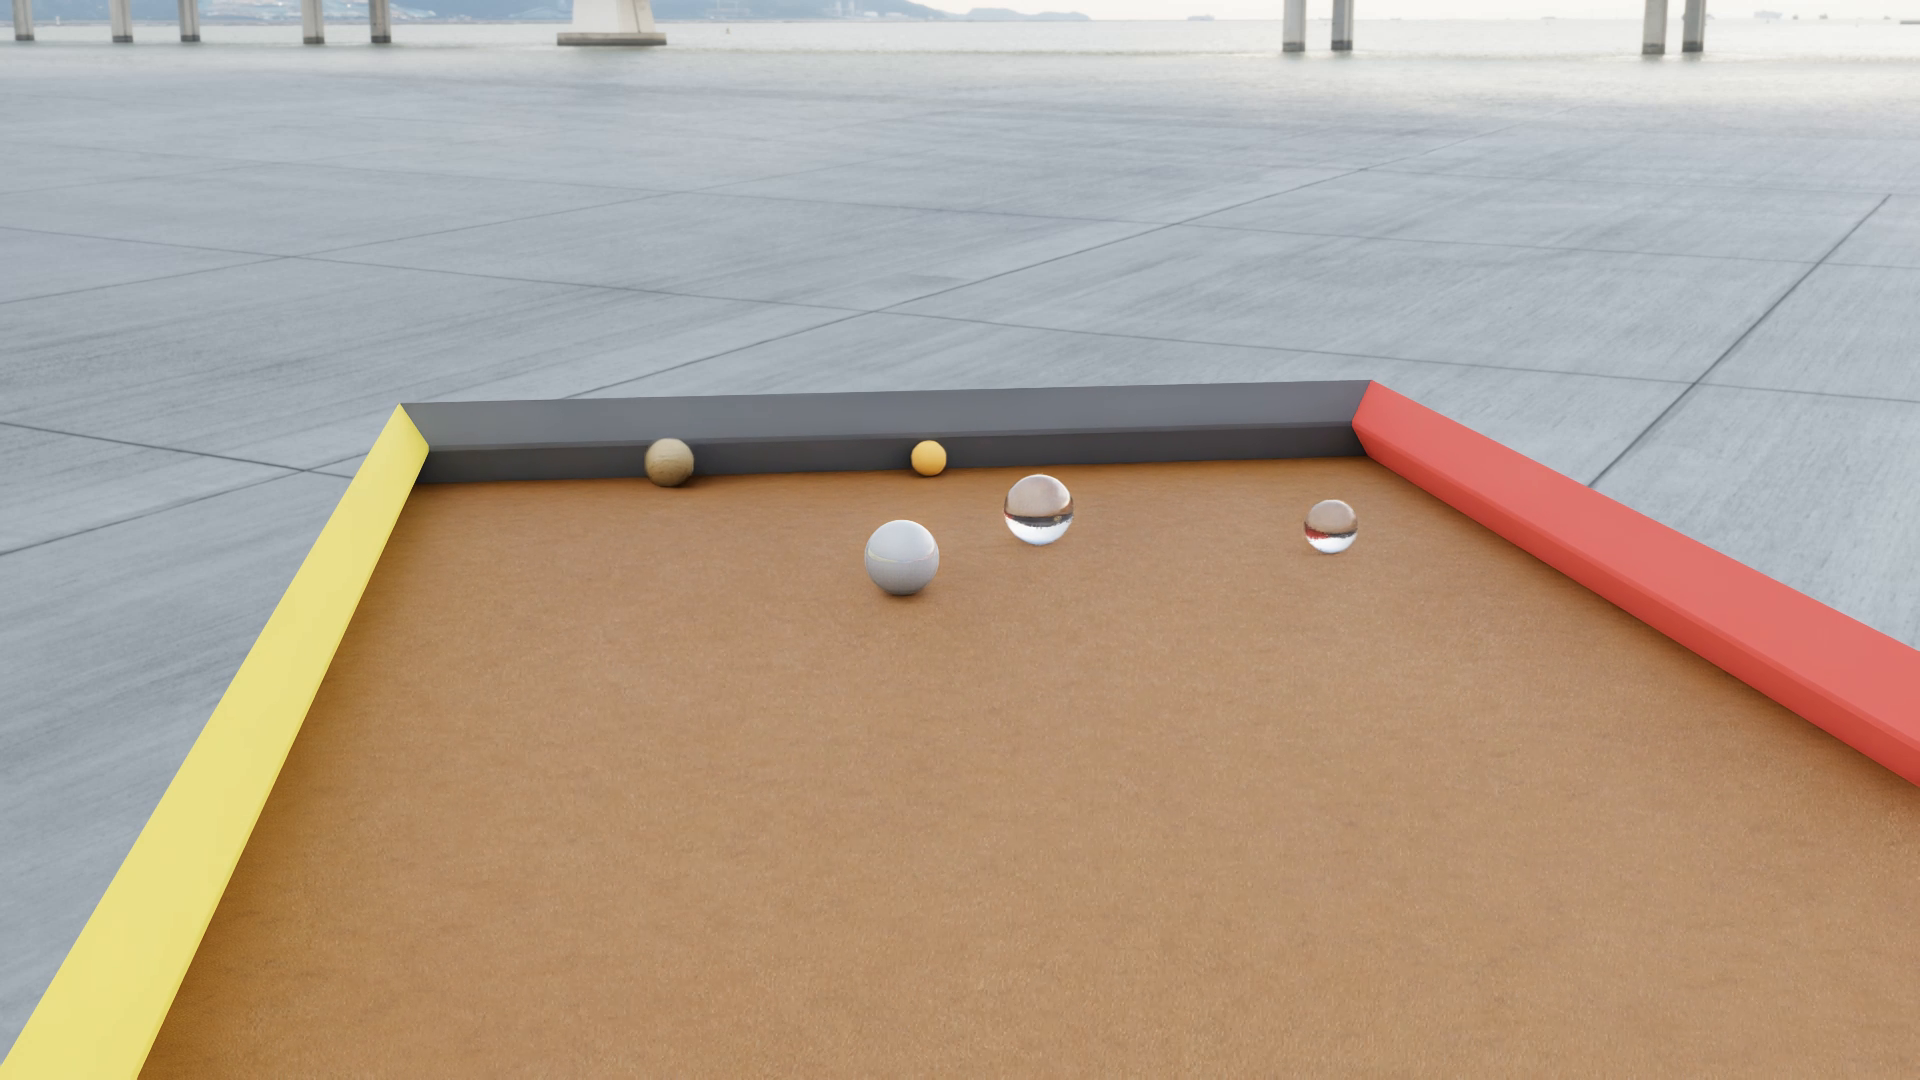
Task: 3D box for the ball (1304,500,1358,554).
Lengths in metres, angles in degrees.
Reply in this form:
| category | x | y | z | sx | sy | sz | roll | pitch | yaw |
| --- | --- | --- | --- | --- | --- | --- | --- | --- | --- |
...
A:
| category | x | y | z | sx | sy | sz | roll | pitch | yaw |
| --- | --- | --- | --- | --- | --- | --- | --- | --- | --- |
| ball | 0.484 | -0.018 | 2.866 | 0.070 | 0.070 | 0.070 | 0 | 13 | 0 |

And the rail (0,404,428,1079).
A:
| category | x | y | z | sx | sy | sz | roll | pitch | yaw |
| --- | --- | --- | --- | --- | --- | --- | --- | --- | --- |
| rail | -0.629 | 0.150 | 2.052 | 0.045 | 0.121 | 2.561 | -2 | 14 | -8 |

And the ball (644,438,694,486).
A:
| category | x | y | z | sx | sy | sz | roll | pitch | yaw |
| --- | --- | --- | --- | --- | --- | --- | --- | --- | --- |
| ball | -0.432 | -0.116 | 3.269 | 0.073 | 0.073 | 0.073 | 0 | 13 | 0 |

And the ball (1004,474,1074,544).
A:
| category | x | y | z | sx | sy | sz | roll | pitch | yaw |
| --- | --- | --- | --- | --- | --- | --- | --- | --- | --- |
| ball | 0.104 | -0.040 | 2.911 | 0.093 | 0.093 | 0.093 | 0 | 13 | 0 |

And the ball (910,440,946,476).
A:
| category | x | y | z | sx | sy | sz | roll | pitch | yaw |
| --- | --- | --- | --- | --- | --- | --- | --- | --- | --- |
| ball | -0.048 | -0.124 | 3.344 | 0.054 | 0.054 | 0.054 | 0 | 13 | 0 |

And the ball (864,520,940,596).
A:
| category | x | y | z | sx | sy | sz | roll | pitch | yaw |
| --- | --- | --- | --- | --- | --- | --- | --- | --- | --- |
| ball | -0.070 | 0.021 | 2.658 | 0.091 | 0.091 | 0.091 | 0 | 13 | 0 |

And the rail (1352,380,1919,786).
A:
| category | x | y | z | sx | sy | sz | roll | pitch | yaw |
| --- | --- | --- | --- | --- | --- | --- | --- | --- | --- |
| rail | 0.812 | 0.101 | 2.255 | 0.045 | 0.121 | 2.561 | -2 | 14 | -8 |

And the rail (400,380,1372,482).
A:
| category | x | y | z | sx | sy | sz | roll | pitch | yaw |
| --- | --- | --- | --- | --- | --- | --- | --- | --- | --- |
| rail | -0.088 | -0.164 | 3.363 | 1.503 | 0.121 | 0.045 | -2 | 14 | -8 |
